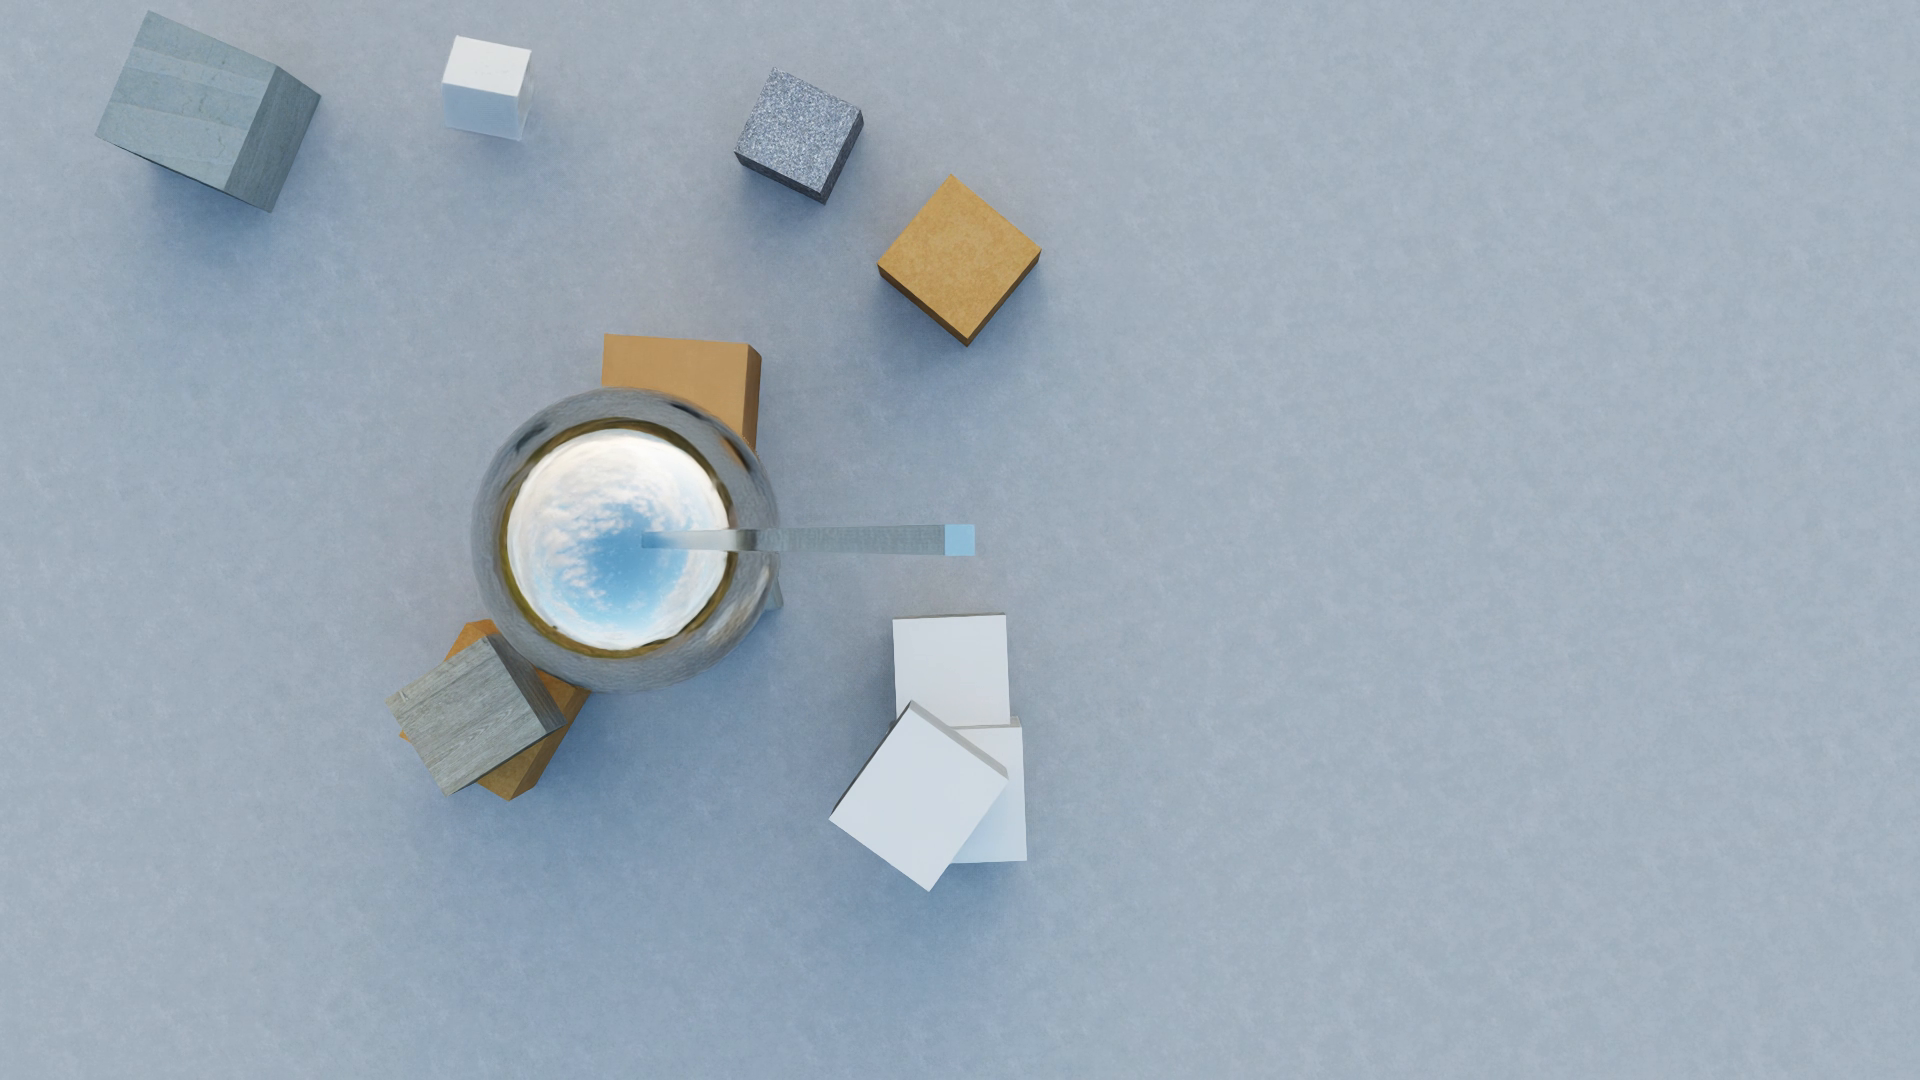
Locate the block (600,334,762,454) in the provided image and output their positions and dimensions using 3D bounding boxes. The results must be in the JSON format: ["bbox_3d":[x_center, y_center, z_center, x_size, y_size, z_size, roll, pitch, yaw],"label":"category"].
[{"bbox_3d":[-1.595,-0.709,12.577,0.796,0.846,0.810,4,90,0],"label":"block"}]

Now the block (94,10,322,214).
[{"bbox_3d":[-4.280,-2.430,12.576,0.776,0.847,0.756,23,90,0],"label":"block"}]

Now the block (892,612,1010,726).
[{"bbox_3d":[-0.048,0.746,12.718,0.639,0.564,0.617,-2,90,0],"label":"block"}]

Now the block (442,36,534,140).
[{"bbox_3d":[-2.729,-2.612,12.729,0.431,0.396,0.349,10,60,-4],"label":"block"}]

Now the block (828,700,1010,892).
[{"bbox_3d":[-0.216,1.366,11.883,0.652,0.658,0.720,36,90,0],"label":"block"}]

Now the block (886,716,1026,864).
[{"bbox_3d":[-0.019,1.425,12.606,0.753,0.788,0.740,-2,90,0],"label":"block"}]

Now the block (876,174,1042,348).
[{"bbox_3d":[-0.005,-1.603,12.707,0.666,0.586,0.658,40,90,0],"label":"block"}]

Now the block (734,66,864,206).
[{"bbox_3d":[-0.930,-2.339,12.763,0.551,0.474,0.533,26,90,0],"label":"block"}]

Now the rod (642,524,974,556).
[{"bbox_3d":[-0.750,0.000,8.162,0.080,5.200,0.080,0,90,-17],"label":"rod"}]

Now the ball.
[{"bbox_3d":[-1.732,0.000,11.417,1.600,1.600,1.600,0,90,0],"label":"ball"}]

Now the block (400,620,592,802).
[{"bbox_3d":[-2.633,0.960,12.627,0.713,0.745,0.734,31,90,0],"label":"block"}]

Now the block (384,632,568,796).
[{"bbox_3d":[-2.612,0.933,11.935,0.635,0.640,0.610,-32,90,0],"label":"block"}]

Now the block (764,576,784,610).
[{"bbox_3d":[-1.472,0.134,12.699,0.725,0.603,0.688,-13,90,0],"label":"block"}]
